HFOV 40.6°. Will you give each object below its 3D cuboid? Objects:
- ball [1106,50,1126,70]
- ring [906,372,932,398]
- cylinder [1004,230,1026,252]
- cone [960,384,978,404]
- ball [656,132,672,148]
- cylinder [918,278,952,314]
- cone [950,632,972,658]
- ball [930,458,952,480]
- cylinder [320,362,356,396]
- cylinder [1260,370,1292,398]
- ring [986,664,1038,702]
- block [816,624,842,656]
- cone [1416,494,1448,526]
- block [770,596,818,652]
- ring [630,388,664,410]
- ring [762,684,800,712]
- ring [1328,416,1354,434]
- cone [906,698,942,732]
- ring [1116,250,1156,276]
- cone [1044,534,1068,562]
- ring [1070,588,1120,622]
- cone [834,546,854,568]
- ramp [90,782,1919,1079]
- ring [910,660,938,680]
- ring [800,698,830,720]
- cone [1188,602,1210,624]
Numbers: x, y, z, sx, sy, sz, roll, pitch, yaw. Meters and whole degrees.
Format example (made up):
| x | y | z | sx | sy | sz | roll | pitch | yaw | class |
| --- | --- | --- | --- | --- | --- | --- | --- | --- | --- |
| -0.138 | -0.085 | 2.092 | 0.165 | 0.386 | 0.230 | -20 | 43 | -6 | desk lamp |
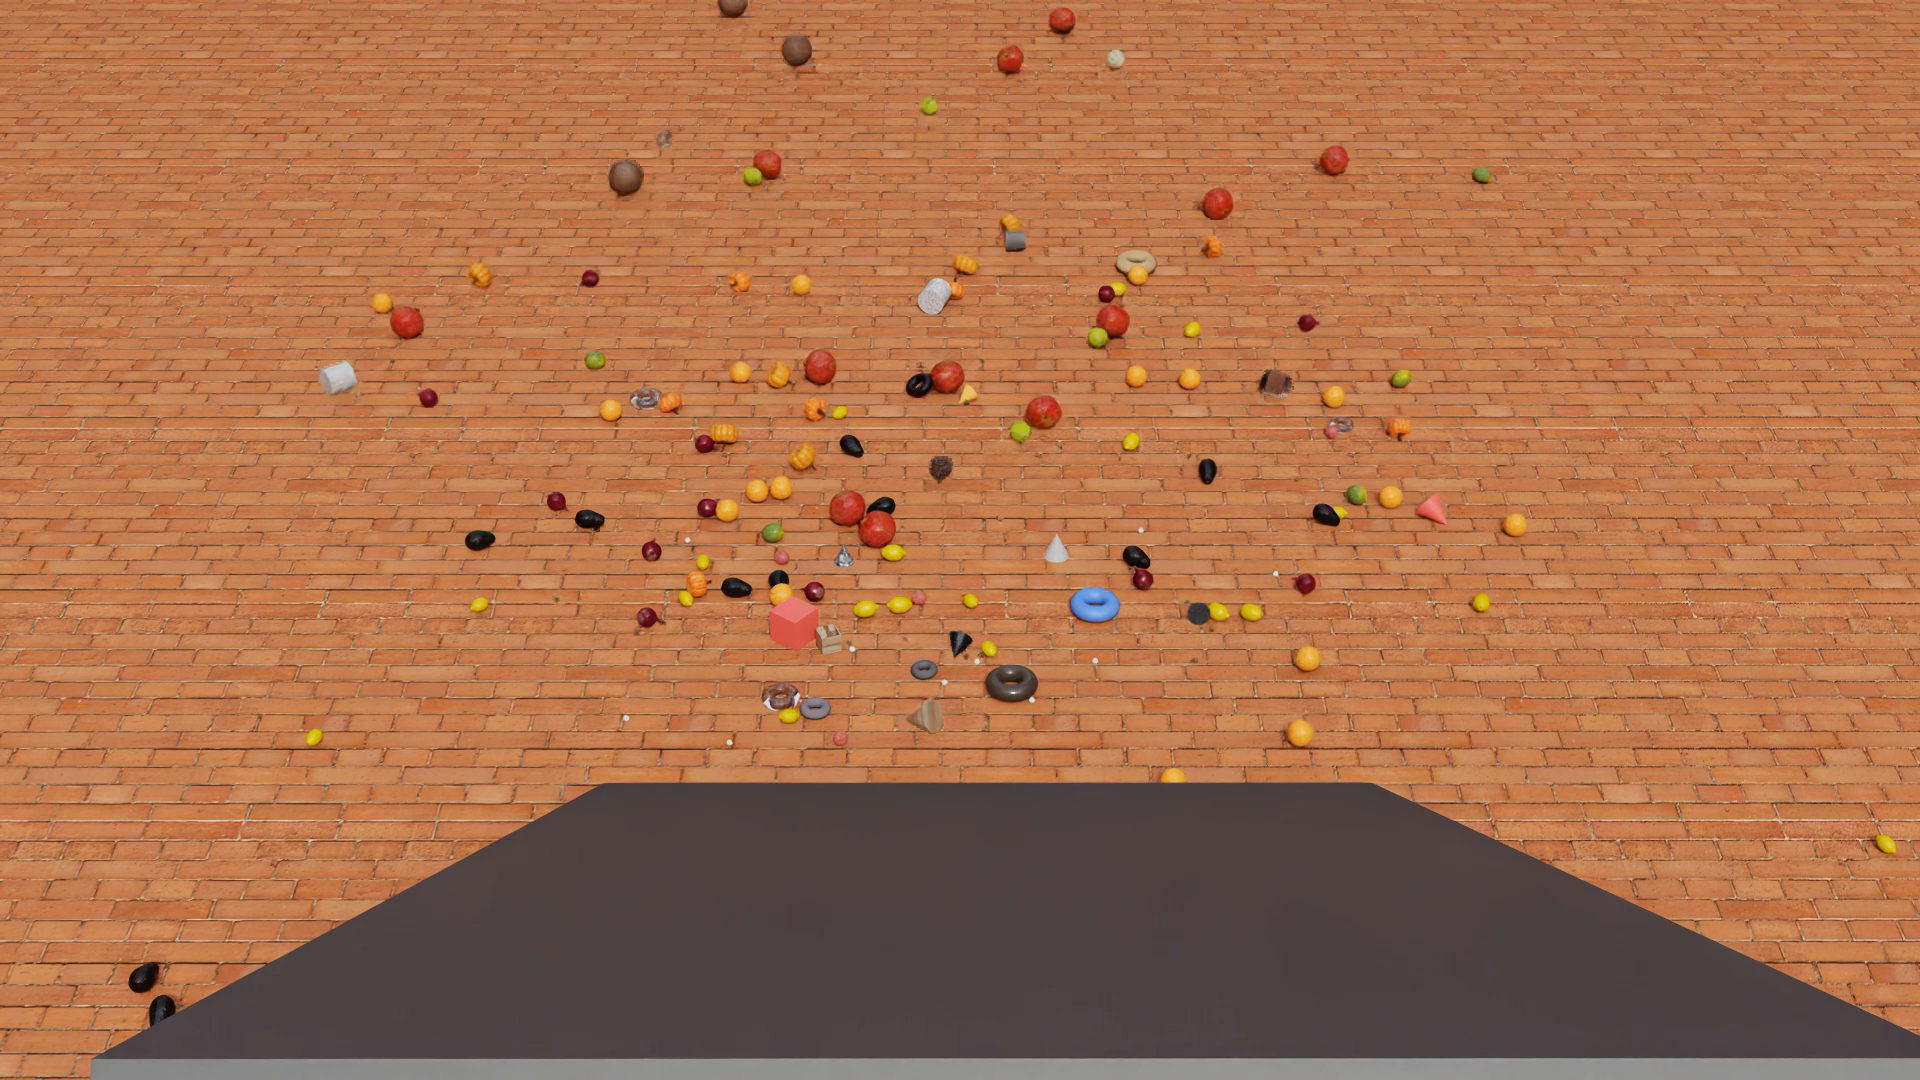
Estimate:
| x | y | z | sx | sy | sz | roll | pitch | yaw | class |
| --- | --- | --- | --- | --- | --- | --- | --- | --- | --- |
| 0.653 | -2.018 | 10.890 | 0.081 | 0.081 | 0.081 | 0 | 33 | 0 | ball |
| -0.134 | -0.514 | 8.609 | 0.098 | 0.033 | 0.098 | -18 | 45 | 19 | ring |
| 0.201 | -1.093 | 9.488 | 0.069 | 0.069 | 0.069 | -12 | 34 | -2 | cylinder |
| 0.018 | -0.470 | 8.573 | 0.063 | 0.063 | 0.063 | -47 | 49 | -11 | cone |
| -1.167 | -1.579 | 10.235 | 0.065 | 0.065 | 0.065 | 0 | 33 | 0 | ball |
| -0.088 | -0.855 | 9.101 | 0.094 | 0.094 | 0.094 | 10 | 34 | 15 | cylinder |
| -0.007 | 0.308 | 7.380 | 0.071 | 0.071 | 0.071 | 10 | 61 | 15 | cone |
| -0.061 | -0.225 | 8.160 | 0.070 | 0.070 | 0.070 | 0 | 33 | 0 | ball |
| -2.066 | -0.535 | 8.615 | 0.090 | 0.090 | 0.090 | -23 | 40 | -31 | cylinder |
| 1.047 | -0.516 | 8.598 | 0.077 | 0.077 | 0.077 | 21 | 39 | 28 | cylinder |
| 0.144 | 0.399 | 7.225 | 0.148 | 0.049 | 0.148 | -1 | 32 | 0 | ring |
| -0.375 | 0.283 | 7.394 | 0.057 | 0.057 | 0.057 | -13 | 35 | -18 | block |
| 1.466 | -0.078 | 7.961 | 0.091 | 0.091 | 0.091 | -26 | 68 | -34 | cone |
| -0.474 | 0.239 | 7.423 | 0.098 | 0.098 | 0.098 | 24 | 40 | 32 | block |
| -1.033 | -0.466 | 8.559 | 0.112 | 0.037 | 0.112 | 1 | 32 | 0 | ring |
| -0.496 | 0.435 | 7.182 | 0.108 | 0.036 | 0.108 | -1 | 32 | 1 | ring |
| 1.239 | -0.375 | 8.427 | 0.083 | 0.028 | 0.083 | 1 | 34 | -1 | ring |
| -0.112 | 0.485 | 7.099 | 0.094 | 0.094 | 0.094 | -11 | 23 | 35 | cone |
| 0.637 | -0.999 | 9.362 | 0.149 | 0.050 | 0.149 | 0 | 34 | 0 | ring |
| 0.290 | 0.013 | 7.788 | 0.078 | 0.078 | 0.078 | 0 | 33 | 0 | cone |
| 0.393 | 0.189 | 7.547 | 0.145 | 0.048 | 0.145 | 1 | 33 | -1 | ring |
| -0.348 | 0.040 | 7.762 | 0.061 | 0.061 | 0.061 | 0 | 33 | 0 | cone |
| 0.074 | 0.642 | 4.761 | 2.000 | 0.100 | 4.000 | 0 | -1 | 0 | ramp |
| -0.101 | 0.365 | 7.298 | 0.077 | 0.026 | 0.077 | -1 | 33 | 1 | ring |
| -0.399 | 0.464 | 7.144 | 0.086 | 0.029 | 0.086 | 0 | 32 | 0 | ring |
| 0.689 | 0.209 | 7.532 | 0.066 | 0.066 | 0.066 | -2 | 7 | -2 | cone |
